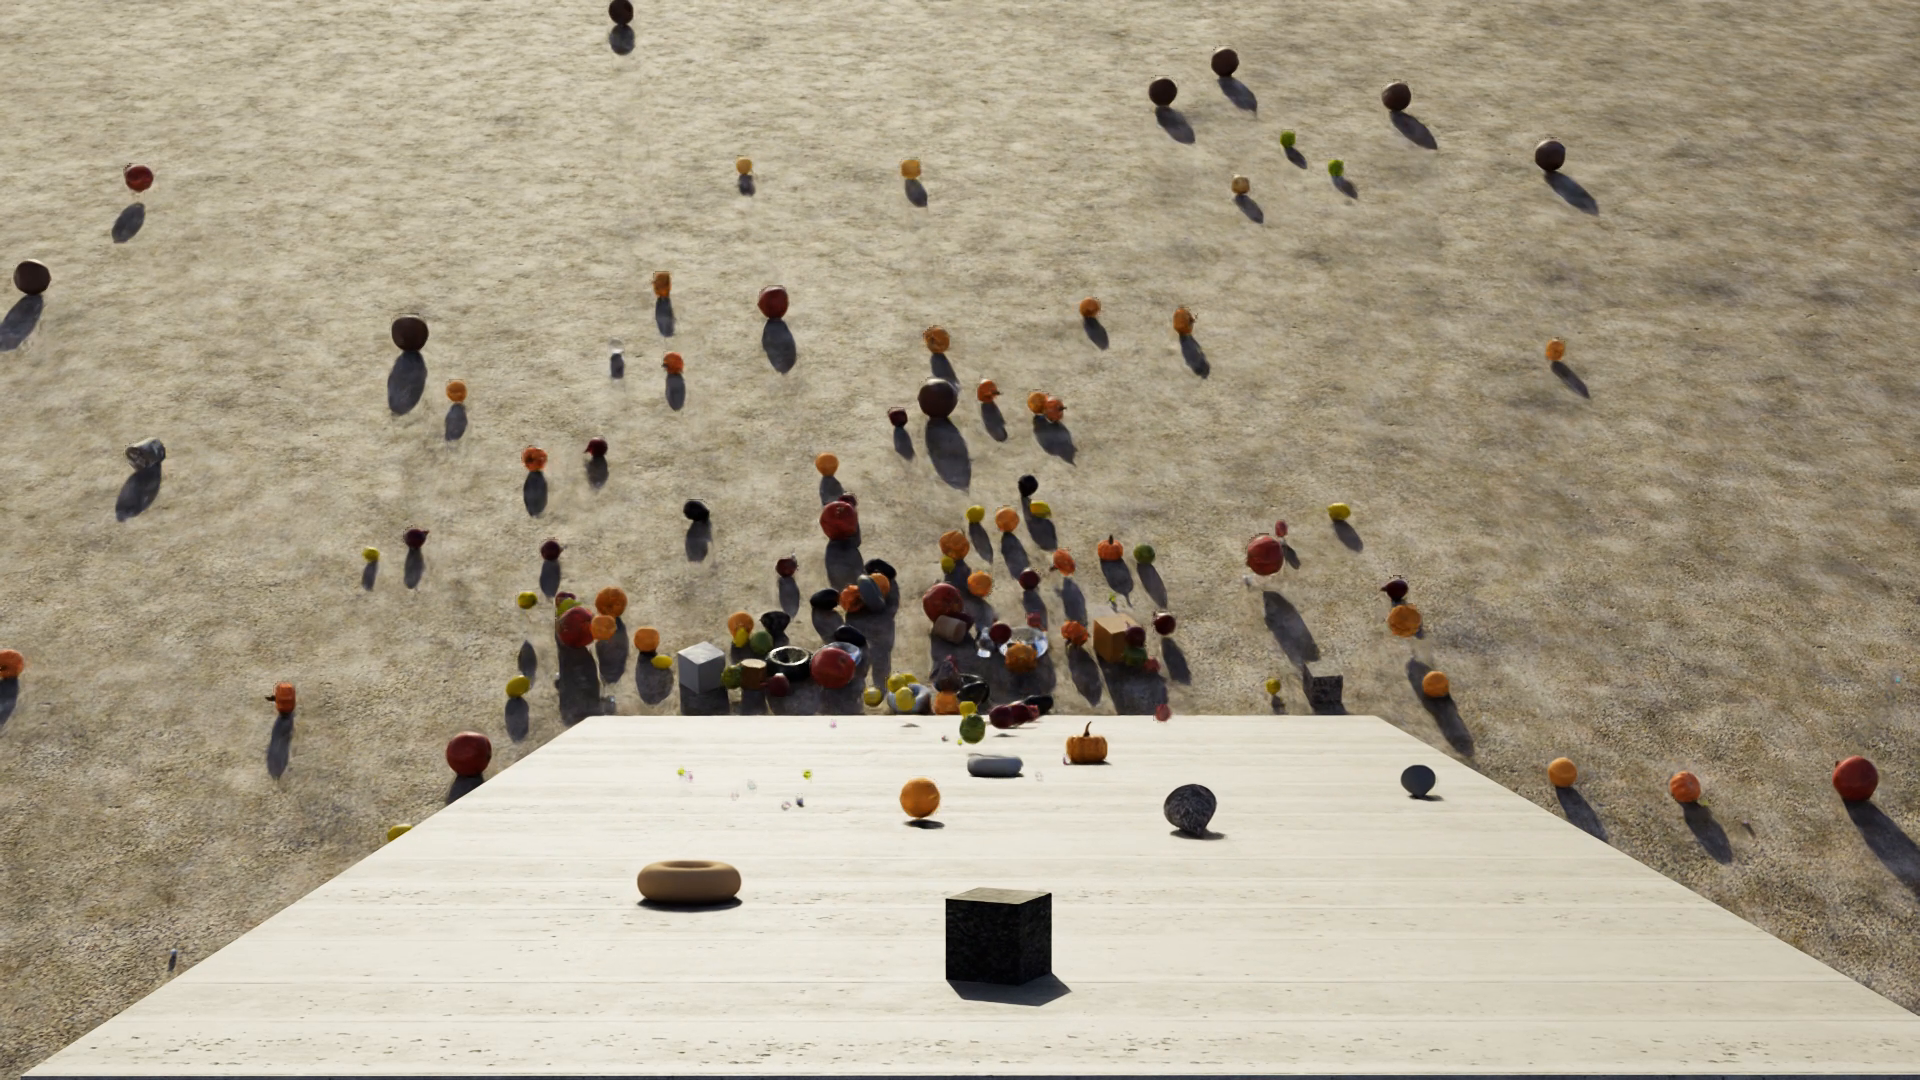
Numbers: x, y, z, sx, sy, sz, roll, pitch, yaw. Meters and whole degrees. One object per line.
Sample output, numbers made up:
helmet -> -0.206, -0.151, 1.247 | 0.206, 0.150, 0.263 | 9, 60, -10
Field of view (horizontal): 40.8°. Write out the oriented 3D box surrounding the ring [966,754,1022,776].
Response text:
ring -> 0.071, 0.458, 5.259 | 0.115, 0.038, 0.115 | -1, 0, 0

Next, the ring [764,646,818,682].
ring -> -0.458, 0.334, 6.954 | 0.147, 0.049, 0.147 | 1, 25, 0

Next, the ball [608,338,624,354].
ball -> -1.197, -0.675, 8.976 | 0.056, 0.056, 0.056 | 0, 26, 0

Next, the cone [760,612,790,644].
cone -> -0.511, 0.254, 7.128 | 0.083, 0.083, 0.083 | -1, 53, -2

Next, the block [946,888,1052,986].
block -> 0.047, 0.475, 3.098 | 0.097, 0.097, 0.097 | 1, 1, 25

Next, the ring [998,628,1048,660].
ring -> 0.171, 0.283, 7.058 | 0.141, 0.047, 0.141 | -1, 27, 1

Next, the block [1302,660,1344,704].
block -> 0.961, 0.376, 6.831 | 0.082, 0.082, 0.082 | -4, 27, -9

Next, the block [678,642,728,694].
block -> -0.688, 0.341, 6.891 | 0.092, 0.092, 0.092 | -21, 33, -36

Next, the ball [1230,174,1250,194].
ball -> 1.140, -1.444, 10.494 | 0.081, 0.081, 0.081 | 0, 26, 0

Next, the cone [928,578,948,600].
cone -> -0.064, 0.134, 7.346 | 0.058, 0.058, 0.058 | 0, 26, 0

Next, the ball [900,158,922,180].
ball -> -0.203, -1.535, 10.672 | 0.086, 0.086, 0.086 | 0, 26, 0

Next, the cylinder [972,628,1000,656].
cylinder -> 0.071, 0.280, 7.049 | 0.060, 0.060, 0.060 | 8, 48, 16

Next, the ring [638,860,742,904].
ring -> -0.386, 0.486, 3.674 | 0.149, 0.050, 0.149 | 1, 0, 0

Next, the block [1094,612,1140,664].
block -> 0.428, 0.267, 7.041 | 0.092, 0.092, 0.092 | -13, 29, -24

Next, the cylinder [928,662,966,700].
cylinder -> -0.034, 0.369, 6.768 | 0.073, 0.073, 0.073 | -19, 41, 17

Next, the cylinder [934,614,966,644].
cylinder -> -0.028, 0.246, 7.114 | 0.065, 0.065, 0.065 | 15, 30, 28

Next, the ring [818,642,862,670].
ring -> -0.326, 0.315, 7.003 | 0.118, 0.039, 0.118 | -1, 27, 1

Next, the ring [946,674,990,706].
ring -> 0.014, 0.398, 6.832 | 0.131, 0.044, 0.131 | 0, 28, 0

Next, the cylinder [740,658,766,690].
cylinder -> -0.553, 0.357, 6.880 | 0.062, 0.062, 0.062 | 8, 19, -3

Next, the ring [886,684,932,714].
ring -> -0.133, 0.417, 6.796 | 0.122, 0.041, 0.122 | 0, 26, 0

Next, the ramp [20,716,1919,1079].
ramp -> 0.060, 0.541, 4.577 | 2.000, 0.100, 4.000 | 0, 1, 0

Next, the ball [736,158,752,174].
ball -> -0.898, -1.556, 10.733 | 0.070, 0.070, 0.070 | 0, 26, 0
